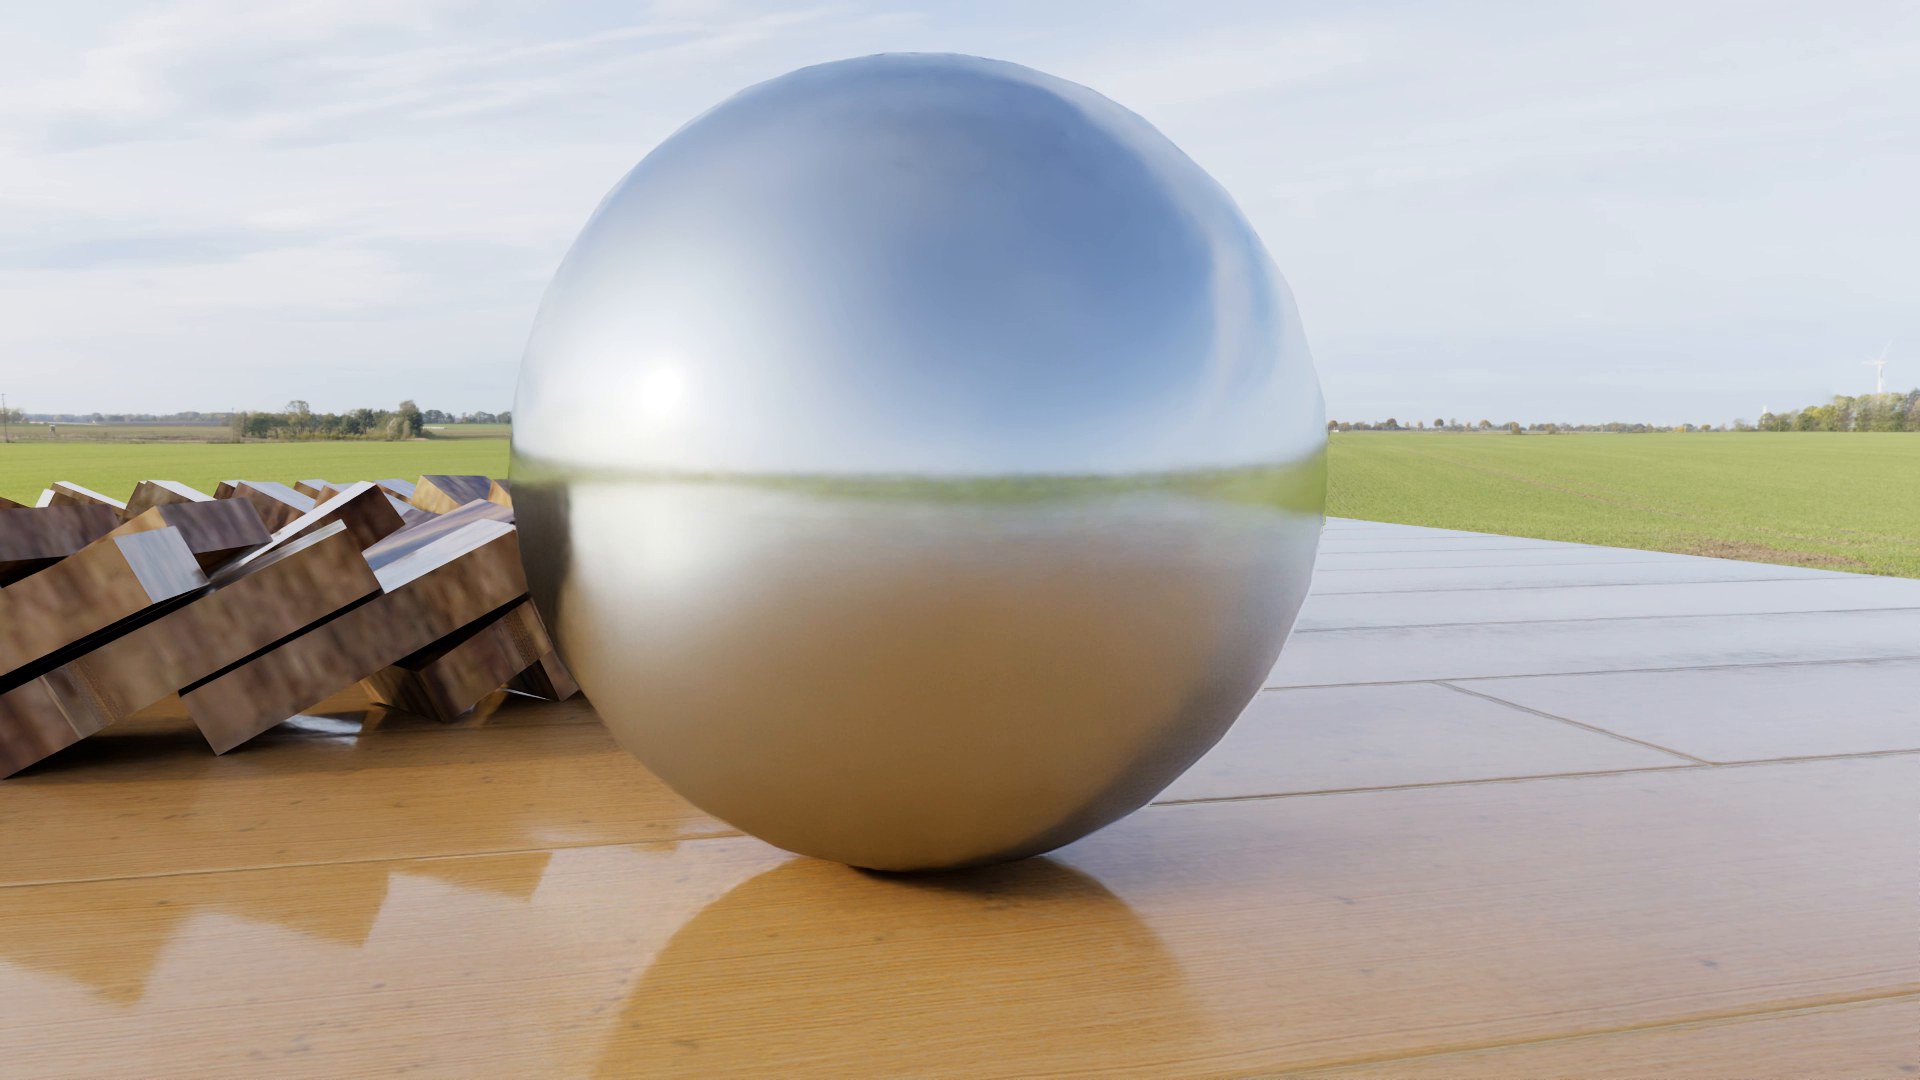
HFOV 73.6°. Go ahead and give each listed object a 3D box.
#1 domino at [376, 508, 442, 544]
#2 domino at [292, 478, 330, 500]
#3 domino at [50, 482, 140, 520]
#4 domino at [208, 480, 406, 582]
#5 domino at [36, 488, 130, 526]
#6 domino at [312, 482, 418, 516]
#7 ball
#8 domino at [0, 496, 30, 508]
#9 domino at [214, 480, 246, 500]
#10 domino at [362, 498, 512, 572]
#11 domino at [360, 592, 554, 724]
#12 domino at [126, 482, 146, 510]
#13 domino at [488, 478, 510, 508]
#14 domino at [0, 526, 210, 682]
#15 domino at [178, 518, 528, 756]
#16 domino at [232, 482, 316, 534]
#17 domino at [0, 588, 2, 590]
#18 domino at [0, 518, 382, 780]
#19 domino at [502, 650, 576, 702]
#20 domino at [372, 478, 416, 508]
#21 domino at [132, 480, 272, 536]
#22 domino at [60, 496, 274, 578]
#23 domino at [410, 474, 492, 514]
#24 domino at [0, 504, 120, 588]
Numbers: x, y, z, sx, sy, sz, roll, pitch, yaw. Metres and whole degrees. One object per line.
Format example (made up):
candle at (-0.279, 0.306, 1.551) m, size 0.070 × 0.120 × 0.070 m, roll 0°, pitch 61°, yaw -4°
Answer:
domino at (-0.129, 0.007, 0.305) m, size 0.025 × 0.010 × 0.050 m, roll 11°, pitch 18°, yaw -3°
domino at (-0.206, -0.006, 0.451) m, size 0.050 × 0.009 × 0.025 m, roll 25°, pitch 0°, yaw -10°
domino at (-0.270, -0.004, 0.421) m, size 0.050 × 0.010 × 0.025 m, roll 27°, pitch -9°, yaw -26°
domino at (-0.136, 0.006, 0.251) m, size 0.050 × 0.009 × 0.025 m, roll -38°, pitch 22°, yaw -23°
domino at (-0.227, 0.001, 0.356) m, size 0.050 × 0.009 × 0.025 m, roll 30°, pitch -16°, yaw -38°
domino at (-0.163, -0.002, 0.384) m, size 0.050 × 0.010 × 0.025 m, roll 26°, pitch 4°, yaw -2°
ball at (-0.004, -0.007, 0.131) m, size 0.080 × 0.080 × 0.080 m, roll 0°, pitch 4°, yaw 0°
domino at (-0.285, -0.003, 0.399) m, size 0.025 × 0.010 × 0.050 m, roll 4°, pitch -20°, yaw 43°
domino at (-0.228, -0.006, 0.444) m, size 0.050 × 0.009 × 0.025 m, roll 25°, pitch -2°, yaw -14°
domino at (-0.117, 0.007, 0.271) m, size 0.025 × 0.010 × 0.050 m, roll 12°, pitch 34°, yaw 45°
domino at (-0.074, 0.010, 0.216) m, size 0.025 × 0.010 × 0.050 m, roll 5°, pitch 33°, yaw 40°
domino at (-0.250, -0.005, 0.433) m, size 0.050 × 0.010 × 0.025 m, roll 26°, pitch -6°, yaw -22°
domino at (-0.116, -0.002, 0.378) m, size 0.050 × 0.010 × 0.025 m, roll 37°, pitch 25°, yaw 33°
domino at (-0.130, 0.015, 0.169) m, size 0.050 × 0.010 × 0.025 m, roll -28°, pitch 11°, yaw -12°
domino at (-0.091, 0.013, 0.195) m, size 0.050 × 0.009 × 0.025 m, roll -32°, pitch 20°, yaw -27°
domino at (-0.188, -0.002, 0.382) m, size 0.050 × 0.010 × 0.025 m, roll 26°, pitch 0°, yaw -5°
domino at (-0.152, 0.015, 0.160) m, size 0.050 × 0.010 × 0.025 m, roll -26°, pitch 4°, yaw 2°
domino at (-0.109, 0.014, 0.182) m, size 0.050 × 0.010 × 0.025 m, roll -31°, pitch 17°, yaw -22°
domino at (-0.062, 0.009, 0.233) m, size 0.025 × 0.010 × 0.050 m, roll 5°, pitch 33°, yaw 40°
domino at (-0.183, -0.007, 0.457) m, size 0.050 × 0.010 × 0.025 m, roll 25°, pitch 3°, yaw -3°
domino at (-0.210, -0.002, 0.374) m, size 0.050 × 0.010 × 0.025 m, roll 27°, pitch -6°, yaw -15°
domino at (-0.154, 0.009, 0.230) m, size 0.050 × 0.010 × 0.025 m, roll -28°, pitch 3°, yaw 6°
domino at (-0.138, -0.003, 0.387) m, size 0.050 × 0.010 × 0.025 m, roll 33°, pitch 15°, yaw 21°
domino at (-0.178, 0.010, 0.229) m, size 0.050 × 0.010 × 0.025 m, roll -28°, pitch -4°, yaw 18°
